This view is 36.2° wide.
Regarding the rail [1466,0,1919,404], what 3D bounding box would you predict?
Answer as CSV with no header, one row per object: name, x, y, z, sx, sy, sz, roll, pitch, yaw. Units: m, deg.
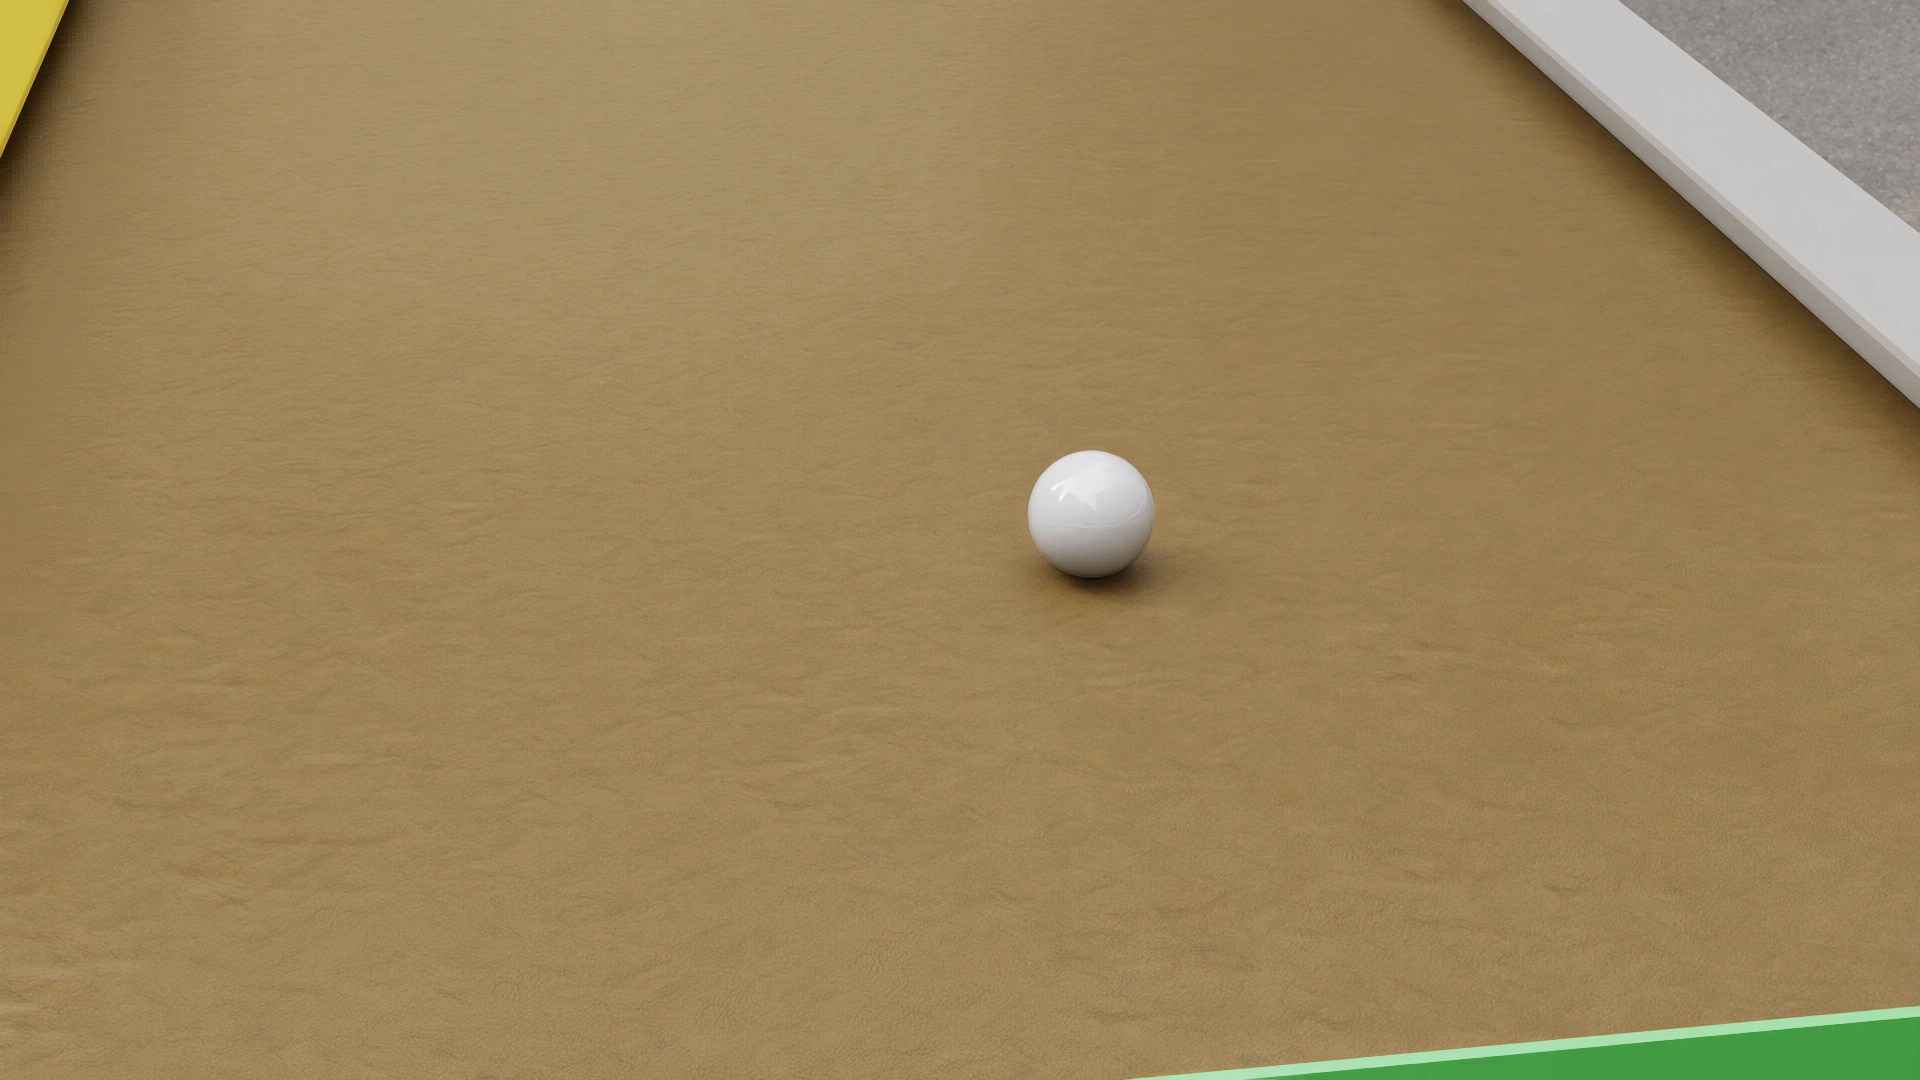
rail,0.627,-0.378,2.653,0.045,0.124,2.841,-4,26,-8

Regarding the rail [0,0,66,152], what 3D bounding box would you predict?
rail,-0.842,-0.280,2.452,0.045,0.124,2.841,-4,26,-8

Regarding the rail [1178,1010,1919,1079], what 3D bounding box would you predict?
rail,0.104,0.276,1.311,1.533,0.124,0.045,-4,26,-8

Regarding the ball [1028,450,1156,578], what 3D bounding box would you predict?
ball,0.087,-0.017,1.959,0.085,0.085,0.085,0,26,0
